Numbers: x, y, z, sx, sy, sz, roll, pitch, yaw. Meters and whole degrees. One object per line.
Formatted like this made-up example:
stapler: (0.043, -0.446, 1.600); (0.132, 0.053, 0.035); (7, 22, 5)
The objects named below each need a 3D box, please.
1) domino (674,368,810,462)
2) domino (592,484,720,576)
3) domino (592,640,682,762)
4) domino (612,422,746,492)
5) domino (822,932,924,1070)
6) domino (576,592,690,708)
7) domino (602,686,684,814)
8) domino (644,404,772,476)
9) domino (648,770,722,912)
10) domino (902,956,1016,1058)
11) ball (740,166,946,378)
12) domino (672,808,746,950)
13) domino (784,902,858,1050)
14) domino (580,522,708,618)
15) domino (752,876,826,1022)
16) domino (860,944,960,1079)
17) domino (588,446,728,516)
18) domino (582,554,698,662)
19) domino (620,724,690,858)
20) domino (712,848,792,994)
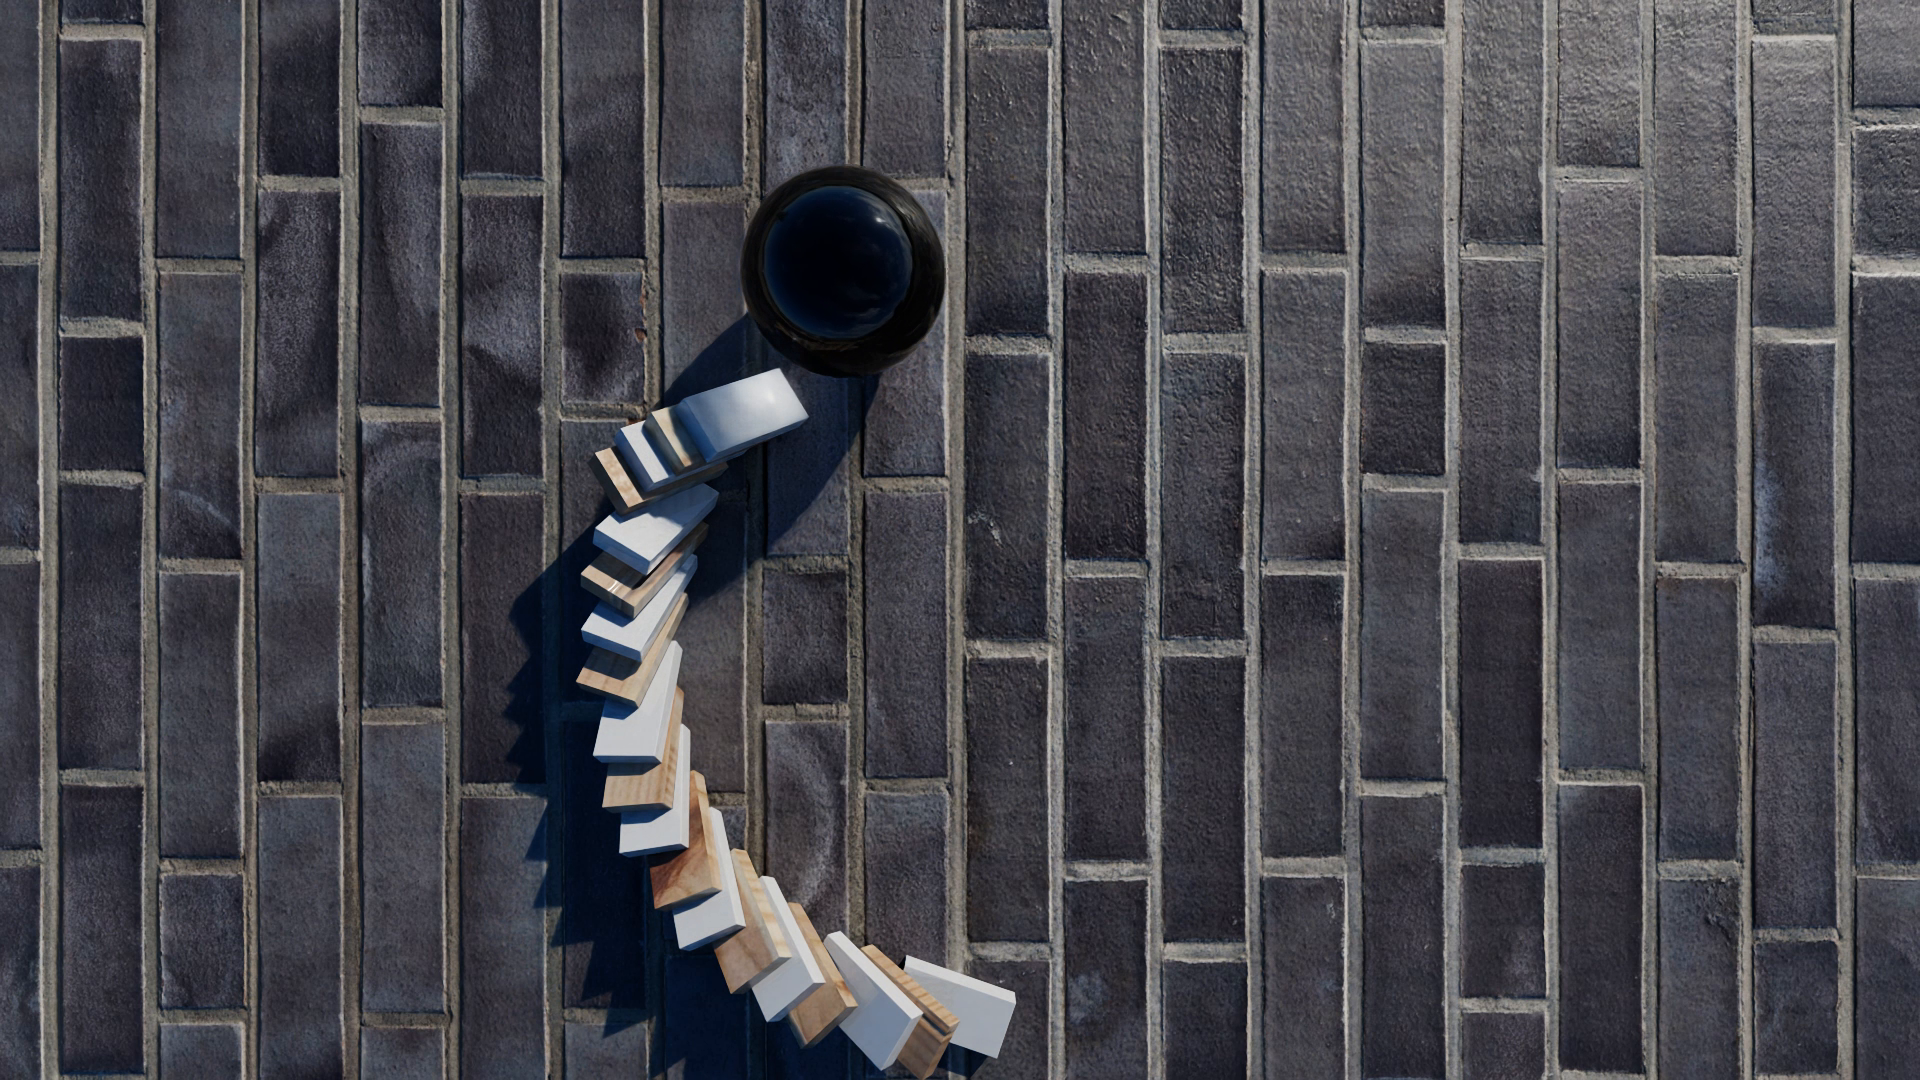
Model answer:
domino: (-0.089, -0.052, 0.379); (0.050, 0.010, 0.025); (-31, 90, -45)
domino: (-0.124, -0.010, 0.378); (0.025, 0.050, 0.009); (31, 132, 0)
domino: (-0.134, 0.067, 0.383); (0.025, 0.009, 0.050); (0, 60, 2)
domino: (-0.114, -0.040, 0.379); (0.050, 0.009, 0.025); (-31, 90, -45)
domino: (-0.042, 0.191, 0.381); (0.050, 0.010, 0.025); (32, 93, 29)
domino: (-0.136, 0.042, 0.384); (0.025, 0.010, 0.050); (18, 61, 0)
domino: (-0.132, 0.087, 0.383); (0.025, 0.009, 0.050); (-5, 59, 2)
domino: (-0.102, -0.047, 0.379); (0.050, 0.010, 0.025); (-31, 90, -45)
domino: (-0.117, 0.125, 0.383); (0.025, 0.010, 0.050); (-21, 59, 1)
domino: (-0.004, 0.201, 0.395); (0.050, 0.010, 0.025); (19, 90, 0)
ball: (-0.045, -0.104, 0.360); (0.080, 0.080, 0.080); (0, 90, 0)
domino: (-0.108, 0.141, 0.383); (0.025, 0.009, 0.050); (-23, 59, 0)
domino: (-0.067, 0.181, 0.382); (0.025, 0.010, 0.050); (-43, 57, 0)
domino: (-0.130, 0.006, 0.380); (0.025, 0.009, 0.050); (31, 50, 1)
domino: (-0.079, 0.170, 0.382); (0.025, 0.010, 0.050); (-40, 57, 2)
domino: (-0.027, 0.197, 0.383); (0.050, 0.009, 0.025); (28, 92, 29)
domino: (-0.124, -0.031, 0.379); (0.050, 0.009, 0.025); (-32, 90, -45)
domino: (-0.132, 0.024, 0.381); (0.025, 0.009, 0.050); (20, 52, 0)
domino: (-0.127, 0.104, 0.384); (0.025, 0.009, 0.050); (-9, 60, 0)
domino: (-0.092, 0.158, 0.382); (0.025, 0.009, 0.050); (-38, 57, 3)
